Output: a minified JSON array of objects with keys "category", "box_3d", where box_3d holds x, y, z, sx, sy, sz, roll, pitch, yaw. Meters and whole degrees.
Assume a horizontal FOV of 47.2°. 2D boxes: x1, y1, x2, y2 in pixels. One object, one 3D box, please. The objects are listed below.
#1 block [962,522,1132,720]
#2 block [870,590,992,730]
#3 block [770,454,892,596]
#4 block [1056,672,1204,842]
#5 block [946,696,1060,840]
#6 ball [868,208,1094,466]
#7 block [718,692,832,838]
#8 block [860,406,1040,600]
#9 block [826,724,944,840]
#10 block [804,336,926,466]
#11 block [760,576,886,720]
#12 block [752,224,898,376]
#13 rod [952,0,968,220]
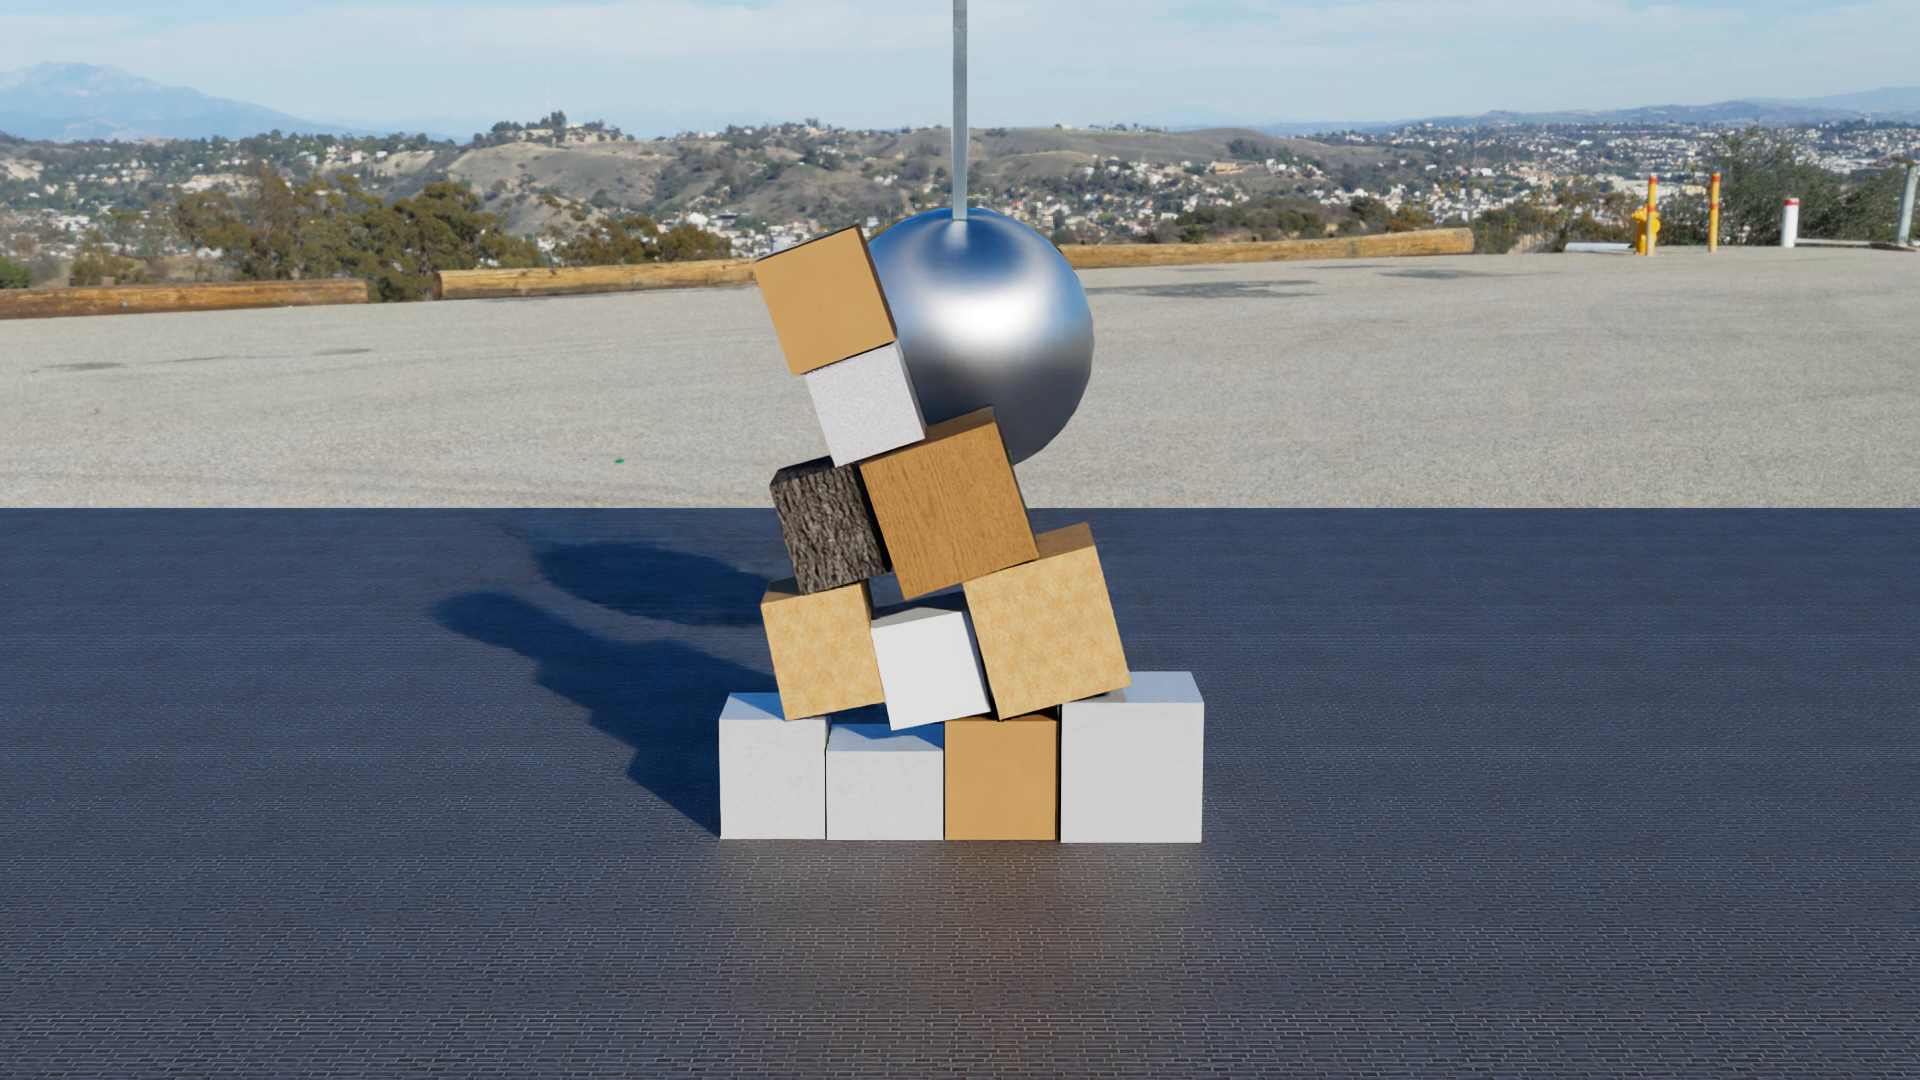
[{"category":"block","box_3d":[0.434,0.401,11.273,0.683,0.735,0.691,-15,10,3]},{"category":"block","box_3d":[-0.146,0.610,11.300,0.511,0.533,0.523,-11,10,2]},{"category":"block","box_3d":[-0.642,-0.105,11.154,0.462,0.573,0.553,-15,10,3]},{"category":"block","box_3d":[0.867,1.115,11.398,0.711,0.728,0.658,0,10,0]},{"category":"block","box_3d":[0.212,1.172,11.386,0.574,0.621,0.516,0,10,0]},{"category":"ball","box_3d":[0.000,-1.170,13.076,1.600,1.600,1.600,0,10,0]},{"category":"block","box_3d":[-0.949,1.164,11.412,0.535,0.626,0.552,0,10,0]},{"category":"block","box_3d":[-0.050,-0.199,11.127,0.698,0.704,0.685,-18,10,3]},{"category":"block","box_3d":[-0.381,1.249,11.393,0.591,0.467,0.524,0,10,0]},{"category":"block","box_3d":[-0.470,-0.704,11.043,0.465,0.490,0.508,-18,10,3]},{"category":"block","box_3d":[-0.686,0.515,11.276,0.509,0.613,0.570,-11,10,2]},{"category":"block","box_3d":[-0.663,-1.205,10.962,0.532,0.579,0.612,-19,9,3]},{"category":"rod","box_3d":[0.000,-4.099,11.349,0.080,5.200,0.080,0,31,0]}]
